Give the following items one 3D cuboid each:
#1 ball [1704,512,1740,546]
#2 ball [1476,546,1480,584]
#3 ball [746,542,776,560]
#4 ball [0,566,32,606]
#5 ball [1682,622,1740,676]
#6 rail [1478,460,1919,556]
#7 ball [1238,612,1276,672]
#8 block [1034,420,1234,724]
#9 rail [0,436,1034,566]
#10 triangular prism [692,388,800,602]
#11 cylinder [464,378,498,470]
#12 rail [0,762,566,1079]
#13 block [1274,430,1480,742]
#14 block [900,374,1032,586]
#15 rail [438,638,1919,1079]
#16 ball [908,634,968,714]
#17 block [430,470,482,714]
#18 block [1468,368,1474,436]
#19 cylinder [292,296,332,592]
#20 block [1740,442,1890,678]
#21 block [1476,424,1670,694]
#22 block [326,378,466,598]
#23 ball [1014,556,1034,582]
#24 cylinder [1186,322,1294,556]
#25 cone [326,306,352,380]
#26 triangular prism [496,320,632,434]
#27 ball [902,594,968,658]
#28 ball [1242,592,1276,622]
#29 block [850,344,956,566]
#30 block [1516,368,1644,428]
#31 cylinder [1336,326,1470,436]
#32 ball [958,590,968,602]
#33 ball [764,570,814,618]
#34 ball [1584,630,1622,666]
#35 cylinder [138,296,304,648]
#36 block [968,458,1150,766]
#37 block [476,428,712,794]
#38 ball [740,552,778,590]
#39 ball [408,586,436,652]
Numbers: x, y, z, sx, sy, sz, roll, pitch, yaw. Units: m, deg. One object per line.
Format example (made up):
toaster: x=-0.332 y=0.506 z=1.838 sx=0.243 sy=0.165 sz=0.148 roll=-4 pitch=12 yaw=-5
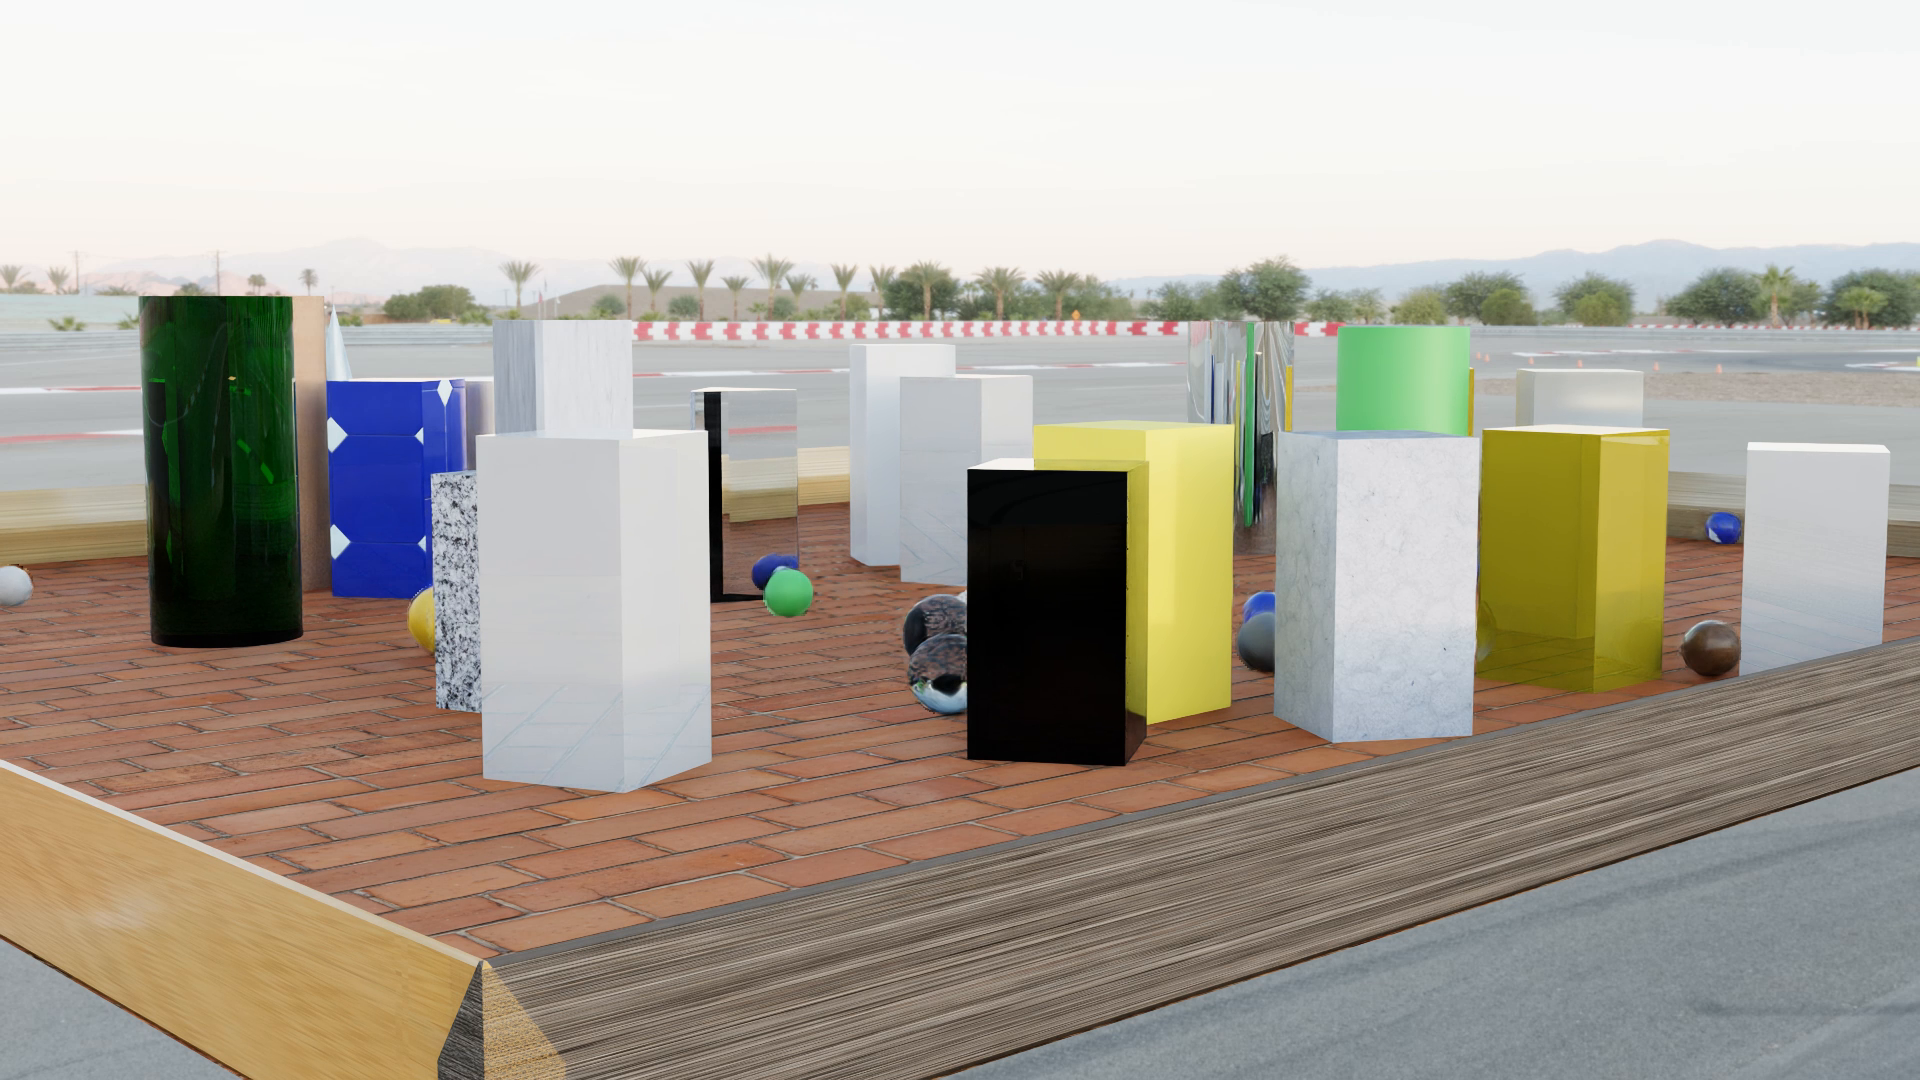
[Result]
ball: x=1.451 y=-0.022 z=4.188 sx=0.063 sy=0.063 sz=0.063 roll=0 pitch=6 yaw=0
ball: x=0.792 y=0.040 z=3.500 sx=0.084 sy=0.084 sz=0.084 roll=0 pitch=6 yaw=0
ball: x=-0.339 y=0.031 z=3.738 sx=0.052 sy=0.052 sz=0.052 roll=0 pitch=6 yaw=0
ball: x=-1.432 y=0.070 z=3.315 sx=0.062 sy=0.062 sz=0.062 roll=0 pitch=6 yaw=0
ball: x=0.916 y=0.133 z=2.682 sx=0.068 sy=0.068 sz=0.068 roll=0 pitch=6 yaw=0
rail: x=1.240 y=-0.085 z=4.470 sx=0.045 sy=0.129 sz=3.027 roll=-5 pitch=8 yaw=-42
ball: x=0.379 y=0.126 z=2.719 sx=0.073 sy=0.073 sz=0.073 roll=0 pitch=6 yaw=0
block: x=0.194 y=0.030 z=2.461 sx=0.158 sy=0.318 sz=0.158 roll=6 pitch=8 yaw=43
rail: x=-1.010 y=-0.080 z=4.421 sx=3.423 sy=0.129 sz=0.045 roll=-5 pitch=8 yaw=-42
triangular prism: x=-0.360 y=-0.074 z=3.437 sx=0.171 sy=0.323 sz=0.148 roll=-3 pitch=7 yaw=-26
cylinder: x=-0.763 y=-0.106 z=3.710 sx=0.198 sy=0.330 sz=0.198 roll=0 pitch=6 yaw=0
rail: x=-1.240 y=0.152 z=2.193 sx=0.045 sy=0.129 sz=3.027 roll=-5 pitch=8 yaw=-42
block: x=0.442 y=0.044 z=2.353 sx=0.158 sy=0.313 sz=0.158 roll=-2 pitch=6 yaw=-14
block: x=0.011 y=-0.102 z=3.634 sx=0.158 sy=0.337 sz=0.158 roll=4 pitch=7 yaw=33
rail: x=1.010 y=0.147 z=2.243 sx=3.423 sy=0.129 sz=0.045 roll=-5 pitch=8 yaw=-42
ball: x=-0.013 y=0.148 z=2.434 sx=0.089 sy=0.089 sz=0.089 roll=0 pitch=6 yaw=0
block: x=-0.480 y=0.055 z=2.488 sx=0.158 sy=0.264 sz=0.158 roll=3 pitch=7 yaw=30
block: x=0.894 y=-0.164 z=4.232 sx=0.158 sy=0.336 sz=0.158 roll=1 pitch=6 yaw=5
cylinder: x=-1.120 y=-0.158 z=3.542 sx=0.198 sy=0.468 sz=0.198 roll=0 pitch=6 yaw=0
block: x=1.047 y=0.025 z=2.702 sx=0.158 sy=0.278 sz=0.158 roll=2 pitch=6 yaw=20
block: x=0.740 y=0.017 z=2.659 sx=0.158 sy=0.302 sz=0.158 roll=-6 pitch=8 yaw=-44
block: x=-0.887 y=-0.085 z=3.479 sx=0.158 sy=0.336 sz=0.158 roll=1 pitch=6 yaw=11
ball: x=0.112 y=0.047 z=3.619 sx=0.044 sy=0.044 sz=0.044 roll=0 pitch=6 yaw=0
cylinder: x=0.519 y=-0.193 z=4.086 sx=0.198 sy=0.424 sz=0.198 roll=0 pitch=6 yaw=0
cone: x=-1.087 y=-0.184 z=3.840 sx=0.198 sy=0.457 sz=0.198 roll=0 pitch=6 yaw=0
triangular prism: x=-0.522 y=-0.058 z=2.753 sx=0.148 sy=0.433 sz=0.171 roll=4 pitch=7 yaw=31
ball: x=-0.022 y=0.115 z=2.708 sx=0.098 sy=0.098 sz=0.098 roll=0 pitch=6 yaw=0
ball: x=0.417 y=0.102 z=3.000 sx=0.064 sy=0.064 sz=0.064 roll=0 pitch=6 yaw=0
block: x=-0.104 y=-0.156 z=3.923 sx=0.158 sy=0.384 sz=0.158 roll=-1 pitch=6 yaw=-14
block: x=0.939 y=-0.081 z=3.354 sx=0.158 sy=0.354 sz=0.158 roll=0 pitch=6 yaw=5
cylinder: x=0.675 y=-0.116 z=3.368 sx=0.198 sy=0.420 sz=0.198 roll=0 pitch=6 yaw=0
ball: x=0.030 y=0.107 z=2.800 sx=0.095 sy=0.095 sz=0.095 roll=0 pitch=6 yaw=0
ball: x=-0.249 y=0.078 z=3.200 sx=0.071 sy=0.071 sz=0.071 roll=0 pitch=6 yaw=0
ball: x=0.809 y=0.135 z=2.767 sx=0.045 sy=0.045 sz=0.045 roll=0 pitch=6 yaw=0
cylinder: x=-1.001 y=-0.097 z=2.982 sx=0.198 sy=0.463 sz=0.198 roll=0 pitch=6 yaw=0
block: x=0.102 y=0.068 z=2.233 sx=0.158 sy=0.290 sz=0.158 roll=1 pitch=6 yaw=13
block: x=-0.350 y=0.061 z=2.122 sx=0.158 sy=0.327 sz=0.158 roll=3 pitch=7 yaw=24
ball: x=-0.321 y=0.049 z=3.511 sx=0.062 sy=0.062 sz=0.062 roll=0 pitch=6 yaw=0
ball: x=-0.672 y=0.103 z=2.862 sx=0.090 sy=0.090 sz=0.090 roll=0 pitch=6 yaw=0
